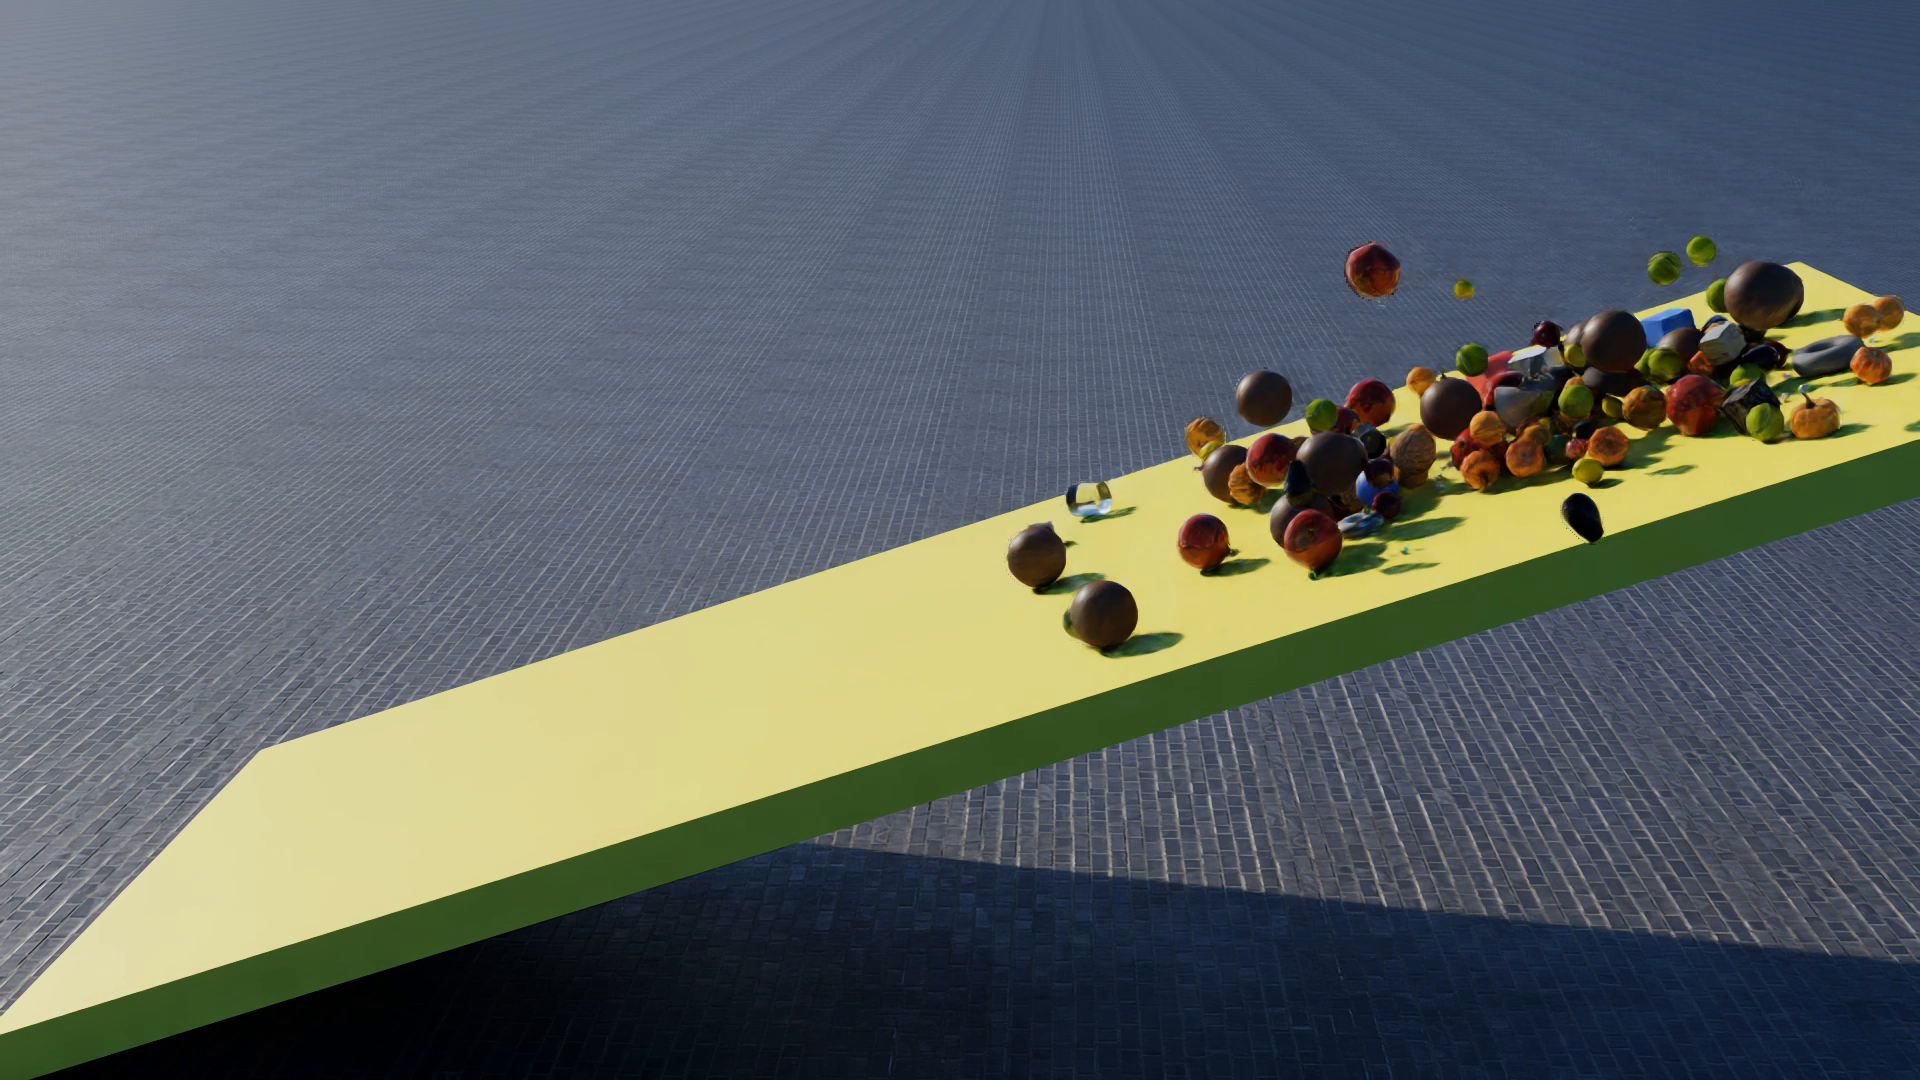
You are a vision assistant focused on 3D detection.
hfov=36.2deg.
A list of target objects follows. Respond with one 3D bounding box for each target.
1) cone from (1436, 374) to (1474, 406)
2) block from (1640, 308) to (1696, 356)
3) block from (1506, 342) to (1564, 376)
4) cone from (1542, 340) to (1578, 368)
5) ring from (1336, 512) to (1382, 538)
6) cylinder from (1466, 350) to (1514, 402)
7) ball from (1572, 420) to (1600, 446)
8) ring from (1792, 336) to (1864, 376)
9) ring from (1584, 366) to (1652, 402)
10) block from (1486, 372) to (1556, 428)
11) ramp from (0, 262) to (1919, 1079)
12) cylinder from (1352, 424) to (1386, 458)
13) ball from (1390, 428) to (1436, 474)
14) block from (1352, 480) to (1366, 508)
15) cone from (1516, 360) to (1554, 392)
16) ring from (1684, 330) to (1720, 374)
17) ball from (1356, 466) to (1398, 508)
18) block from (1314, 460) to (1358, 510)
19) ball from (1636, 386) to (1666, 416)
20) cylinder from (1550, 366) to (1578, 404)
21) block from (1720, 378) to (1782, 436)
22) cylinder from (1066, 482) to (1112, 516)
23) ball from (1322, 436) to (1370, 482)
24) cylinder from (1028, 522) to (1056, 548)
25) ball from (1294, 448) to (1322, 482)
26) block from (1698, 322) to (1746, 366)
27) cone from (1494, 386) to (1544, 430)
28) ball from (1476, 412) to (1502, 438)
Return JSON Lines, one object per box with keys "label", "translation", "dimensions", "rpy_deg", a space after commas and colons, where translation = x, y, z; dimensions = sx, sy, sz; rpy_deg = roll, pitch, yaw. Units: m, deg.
{"label": "cone", "translation": [1.147, -0.338, 6.793], "dimensions": [0.079, 0.079, 0.079], "rpy_deg": [13, 15, 16]}
{"label": "block", "translation": [1.583, -0.464, 6.557], "dimensions": [0.082, 0.082, 0.082], "rpy_deg": [-22, 11, -17]}
{"label": "block", "translation": [1.287, -0.374, 6.559], "dimensions": [0.092, 0.092, 0.092], "rpy_deg": [-15, 10, 34]}
{"label": "cone", "translation": [1.352, -0.391, 6.697], "dimensions": [0.090, 0.090, 0.090], "rpy_deg": [5, 48, 24]}
{"label": "ring", "translation": [0.793, -0.030, 5.841], "dimensions": [0.098, 0.033, 0.098], "rpy_deg": [-18, 12, 4]}
{"label": "cylinder", "translation": [1.216, -0.371, 6.685], "dimensions": [0.093, 0.093, 0.093], "rpy_deg": [-22, 19, -18]}
{"label": "ball", "translation": [1.259, -0.215, 5.920], "dimensions": [0.055, 0.055, 0.055], "rpy_deg": [0, 12, 0]}
{"label": "ring", "translation": [1.742, -0.370, 5.899], "dimensions": [0.146, 0.049, 0.146], "rpy_deg": [-19, 11, 4]}
{"label": "ring", "translation": [1.361, -0.322, 6.083], "dimensions": [0.149, 0.050, 0.149], "rpy_deg": [15, 7, -2]}
{"label": "block", "translation": [1.209, -0.300, 6.339], "dimensions": [0.093, 0.093, 0.093], "rpy_deg": [-22, 11, -18]}
{"label": "ramp", "translation": [0.104, 0.182, 6.308], "dimensions": [4.000, 0.100, 2.000], "rpy_deg": [-18, 11, 6]}
{"label": "cylinder", "translation": [0.855, -0.207, 6.159], "dimensions": [0.060, 0.060, 0.060], "rpy_deg": [-2, 16, -9]}
{"label": "ball", "translation": [0.926, -0.181, 6.004], "dimensions": [0.094, 0.094, 0.094], "rpy_deg": [0, 12, 0]}
{"label": "block", "translation": [0.850, -0.110, 6.067], "dimensions": [0.062, 0.062, 0.062], "rpy_deg": [-15, 11, 18]}
{"label": "cone", "translation": [1.102, -0.305, 5.698], "dimensions": [0.067, 0.067, 0.067], "rpy_deg": [-11, -15, -43]}
{"label": "ring", "translation": [1.568, -0.395, 6.192], "dimensions": [0.104, 0.104, 0.035], "rpy_deg": [-11, -24, -43]}
{"label": "ball", "translation": [0.840, -0.107, 5.934], "dimensions": [0.085, 0.085, 0.085], "rpy_deg": [0, 12, 0]}
{"label": "block", "translation": [0.800, -0.127, 6.171], "dimensions": [0.087, 0.087, 0.087], "rpy_deg": [-17, 11, 7]}
{"label": "ball", "translation": [1.409, -0.283, 5.999], "dimensions": [0.059, 0.059, 0.059], "rpy_deg": [0, 12, 0]}
{"label": "cylinder", "translation": [1.285, -0.334, 6.388], "dimensions": [0.077, 0.077, 0.077], "rpy_deg": [-15, 18, -28]}
{"label": "block", "translation": [1.501, -0.254, 5.584], "dimensions": [0.068, 0.068, 0.068], "rpy_deg": [-44, 7, -33]}
{"label": "cylinder", "translation": [0.301, -0.095, 6.873], "dimensions": [0.077, 0.077, 0.077], "rpy_deg": [-4, 8, 34]}
{"label": "ball", "translation": [0.789, -0.166, 6.018], "dimensions": [0.096, 0.096, 0.096], "rpy_deg": [0, 12, 0]}
{"label": "cylinder", "translation": [0.187, -0.012, 6.696], "dimensions": [0.054, 0.054, 0.054], "rpy_deg": [-9, 11, 6]}
{"label": "ball", "translation": [0.769, -0.165, 6.443], "dimensions": [0.078, 0.078, 0.078], "rpy_deg": [0, 12, 0]}
{"label": "block", "translation": [1.532, -0.393, 5.911], "dimensions": [0.058, 0.058, 0.058], "rpy_deg": [-44, 13, -30]}
{"label": "cone", "translation": [1.127, -0.281, 5.844], "dimensions": [0.094, 0.094, 0.094], "rpy_deg": [-13, -11, -46]}
{"label": "ball", "translation": [1.131, -0.246, 6.292], "dimensions": [0.057, 0.057, 0.057], "rpy_deg": [0, 12, 0]}
